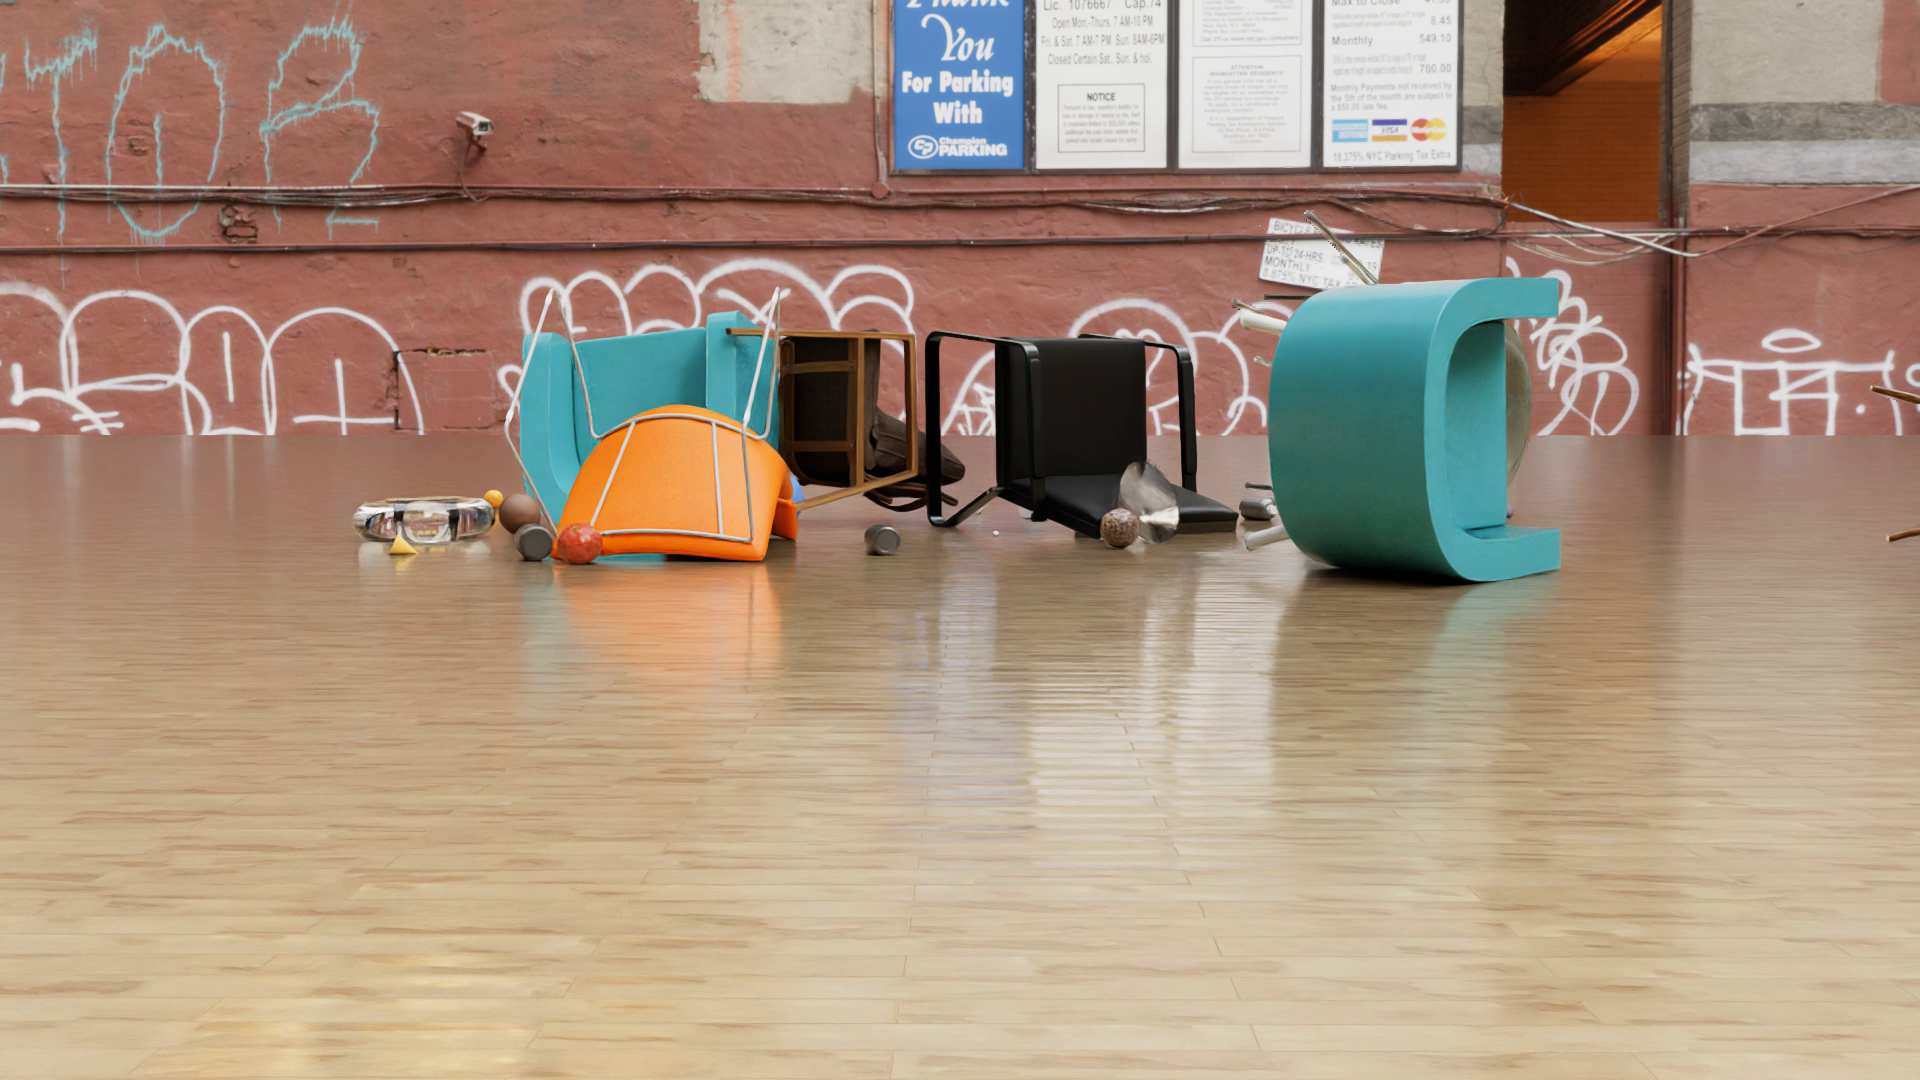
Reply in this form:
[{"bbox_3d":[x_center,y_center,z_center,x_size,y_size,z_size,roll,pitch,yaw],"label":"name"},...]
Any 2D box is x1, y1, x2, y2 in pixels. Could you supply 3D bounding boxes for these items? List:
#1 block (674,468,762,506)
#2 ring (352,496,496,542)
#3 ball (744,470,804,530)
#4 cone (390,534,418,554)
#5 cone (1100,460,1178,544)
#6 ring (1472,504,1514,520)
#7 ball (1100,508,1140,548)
[{"bbox_3d":[-0.931,-0.206,8.514,0.301,0.142,0.258,0,4,3],"label":"block"},{"bbox_3d":[-1.597,-0.063,6.558,0.424,0.126,0.364,-4,5,-34],"label":"ring"},{"bbox_3d":[-0.597,-0.130,7.045,0.192,0.192,0.192,0,4,0],"label":"ball"},{"bbox_3d":[-1.509,0.024,5.988,0.070,0.061,0.060,23,-42,-14],"label":"cone"},{"bbox_3d":[0.487,-0.057,6.519,0.223,0.312,0.224,35,-48,-19],"label":"cone"},{"bbox_3d":[1.846,-0.098,7.621,0.114,0.050,0.280,4,5,33],"label":"ring"},{"bbox_3d":[0.451,-0.033,6.204,0.113,0.113,0.113,0,4,0],"label":"ball"}]
